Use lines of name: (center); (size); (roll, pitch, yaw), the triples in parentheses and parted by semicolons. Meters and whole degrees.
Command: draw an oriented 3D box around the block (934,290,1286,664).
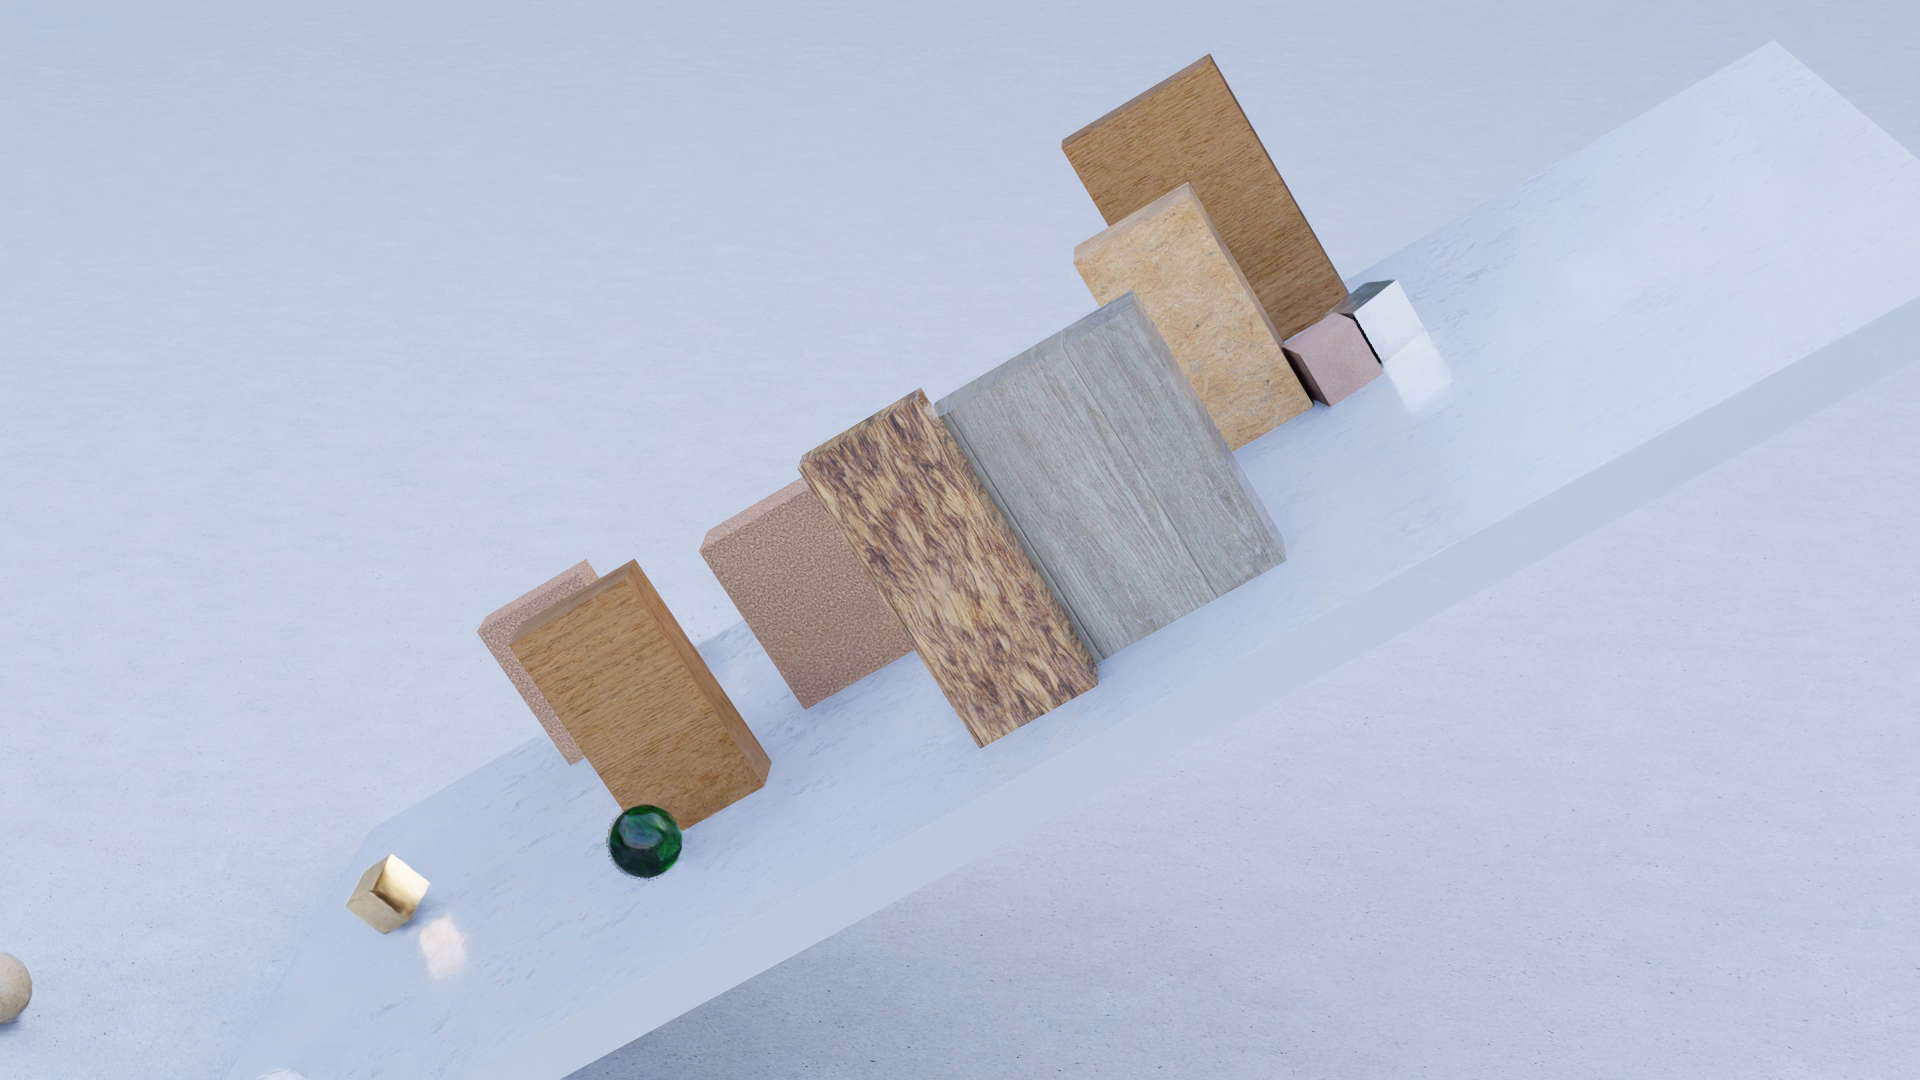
block: (0.283, -0.112, 5.571); (0.438, 0.572, 0.132); (-29, 15, 13)

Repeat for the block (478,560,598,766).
block: (-0.918, 0.295, 7.070); (0.294, 0.401, 0.106); (-29, 15, 13)

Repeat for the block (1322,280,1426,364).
block: (0.893, -0.469, 6.344); (0.129, 0.129, 0.129); (-37, 15, -18)

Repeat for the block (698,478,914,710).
block: (-0.300, 0.094, 6.395); (0.344, 0.426, 0.134); (-29, 15, 13)

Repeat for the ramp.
ramp: (0.141, 0.169, 6.288); (4.000, 0.100, 2.000); (-29, 15, 13)

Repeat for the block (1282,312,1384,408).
block: (0.794, -0.384, 6.266); (0.134, 0.134, 0.134); (-33, 15, -3)

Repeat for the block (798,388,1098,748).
block: (-0.017, 0.057, 5.498); (0.260, 0.646, 0.082); (-29, 15, 13)

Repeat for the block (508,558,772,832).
block: (-0.663, 0.343, 6.134); (0.288, 0.530, 0.127); (-29, 15, 13)

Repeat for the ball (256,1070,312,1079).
ball: (-1.320, 1.113, 5.729); (0.163, 0.163, 0.163); (0, 19, 0)

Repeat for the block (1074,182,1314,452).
block: (0.502, -0.459, 6.320); (0.283, 0.532, 0.147); (-29, 15, 13)

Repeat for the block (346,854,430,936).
block: (-1.304, 0.809, 6.702); (0.113, 0.113, 0.113); (-31, 26, 42)

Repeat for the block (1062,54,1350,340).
block: (0.574, -0.740, 6.829); (0.394, 0.658, 0.093); (-29, 15, 13)

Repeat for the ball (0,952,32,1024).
ball: (-2.242, 1.041, 6.823); (0.171, 0.171, 0.171); (0, 19, 0)

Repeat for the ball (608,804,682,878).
ball: (-0.638, 0.612, 5.971); (0.149, 0.149, 0.149); (0, 19, 0)
